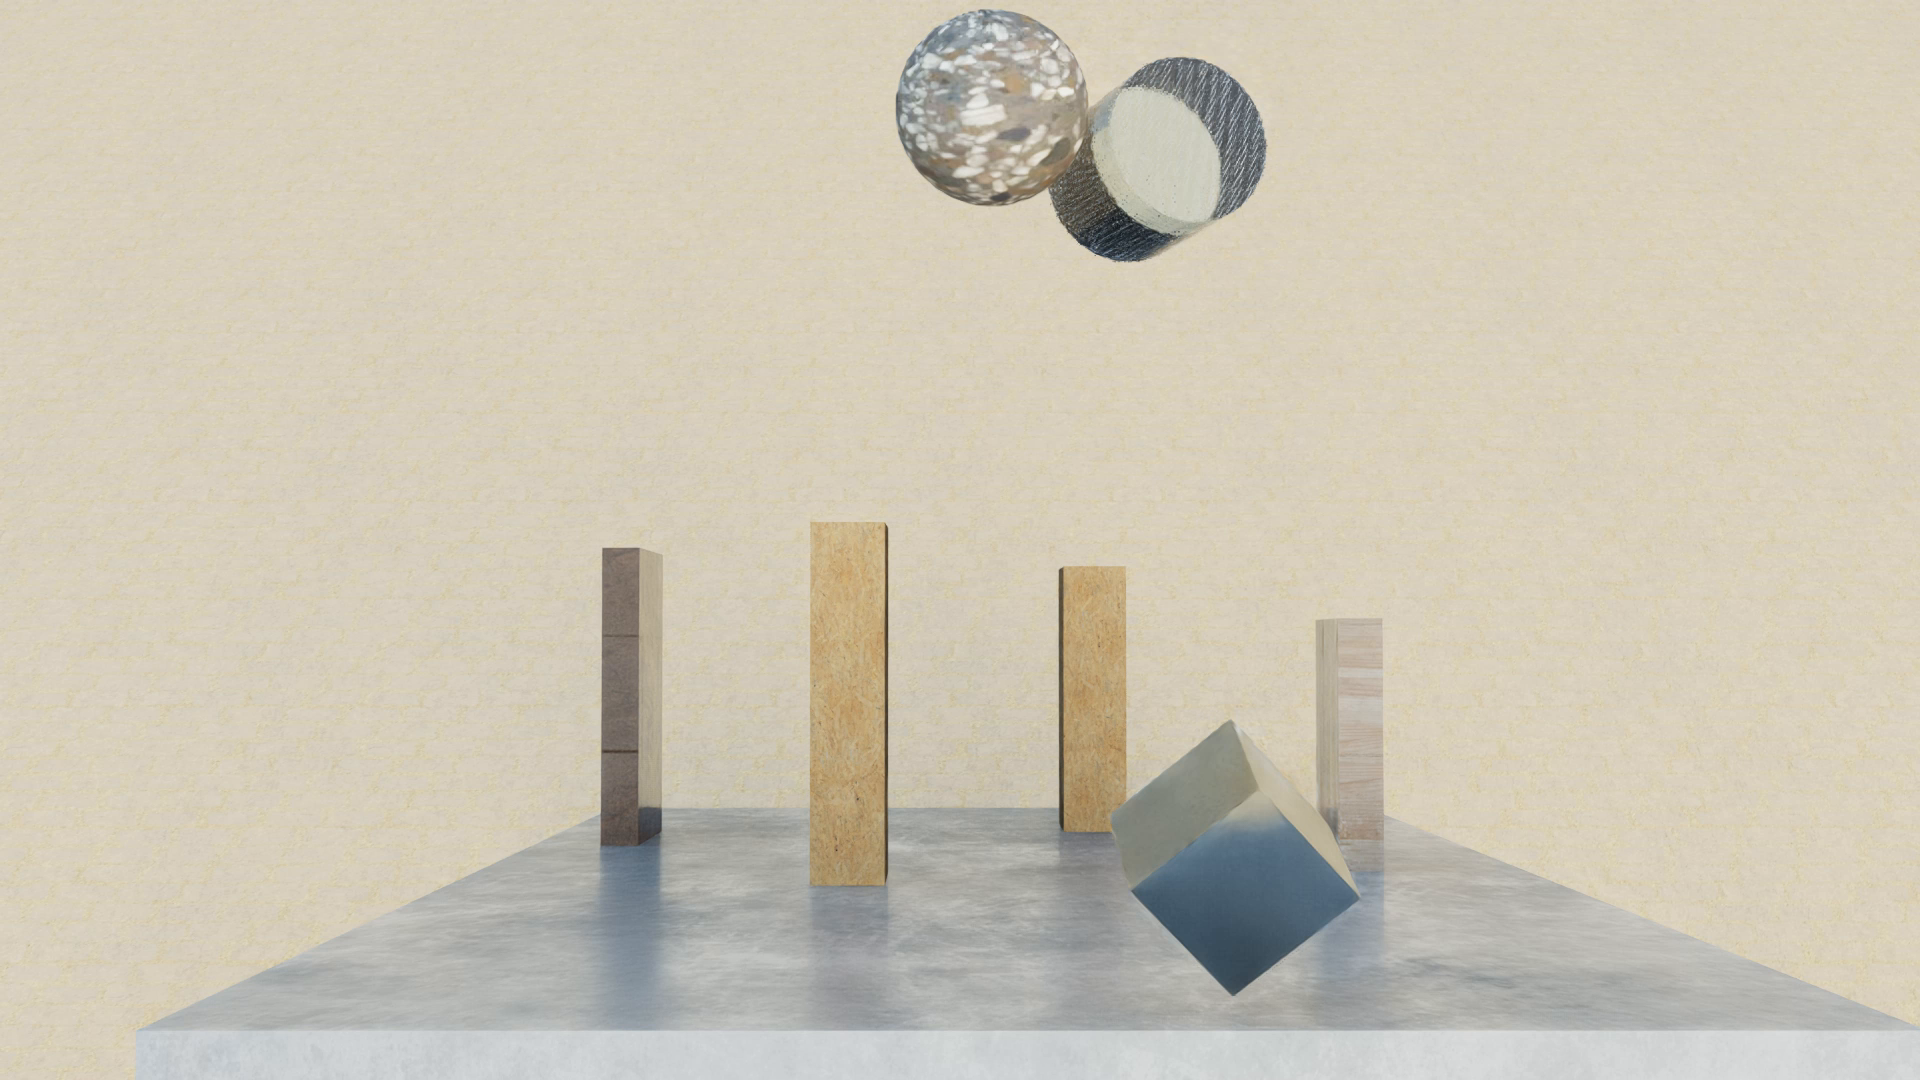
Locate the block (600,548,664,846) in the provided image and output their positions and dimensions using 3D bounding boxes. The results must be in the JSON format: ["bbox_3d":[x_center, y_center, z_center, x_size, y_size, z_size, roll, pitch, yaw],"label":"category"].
[{"bbox_3d":[-0.731,0.346,5.817,0.081,0.641,0.442,0,-2,0],"label":"block"}]

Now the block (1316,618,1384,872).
[{"bbox_3d":[0.766,0.397,5.125,0.085,0.482,0.315,0,-2,0],"label":"block"}]

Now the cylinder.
[{"bbox_3d":[0.212,-0.412,2.832,0.180,0.180,0.180,-16,-2,-21],"label":"cylinder"}]

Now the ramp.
[{"bbox_3d":[0.080,0.679,4.898,2.000,0.100,4.000,0,-2,0],"label":"ramp"}]

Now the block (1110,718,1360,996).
[{"bbox_3d":[0.337,0.391,3.221,0.200,0.200,0.200,-40,19,10],"label":"block"}]

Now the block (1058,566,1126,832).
[{"bbox_3d":[0.313,0.374,6.174,0.145,0.614,0.303,0,-2,0],"label":"block"}]

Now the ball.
[{"bbox_3d":[0.031,-0.410,2.468,0.184,0.184,0.184,0,36,0],"label":"ball"}]

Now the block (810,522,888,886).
[{"bbox_3d":[-0.203,0.298,4.794,0.134,0.652,0.241,0,-2,0],"label":"block"}]
